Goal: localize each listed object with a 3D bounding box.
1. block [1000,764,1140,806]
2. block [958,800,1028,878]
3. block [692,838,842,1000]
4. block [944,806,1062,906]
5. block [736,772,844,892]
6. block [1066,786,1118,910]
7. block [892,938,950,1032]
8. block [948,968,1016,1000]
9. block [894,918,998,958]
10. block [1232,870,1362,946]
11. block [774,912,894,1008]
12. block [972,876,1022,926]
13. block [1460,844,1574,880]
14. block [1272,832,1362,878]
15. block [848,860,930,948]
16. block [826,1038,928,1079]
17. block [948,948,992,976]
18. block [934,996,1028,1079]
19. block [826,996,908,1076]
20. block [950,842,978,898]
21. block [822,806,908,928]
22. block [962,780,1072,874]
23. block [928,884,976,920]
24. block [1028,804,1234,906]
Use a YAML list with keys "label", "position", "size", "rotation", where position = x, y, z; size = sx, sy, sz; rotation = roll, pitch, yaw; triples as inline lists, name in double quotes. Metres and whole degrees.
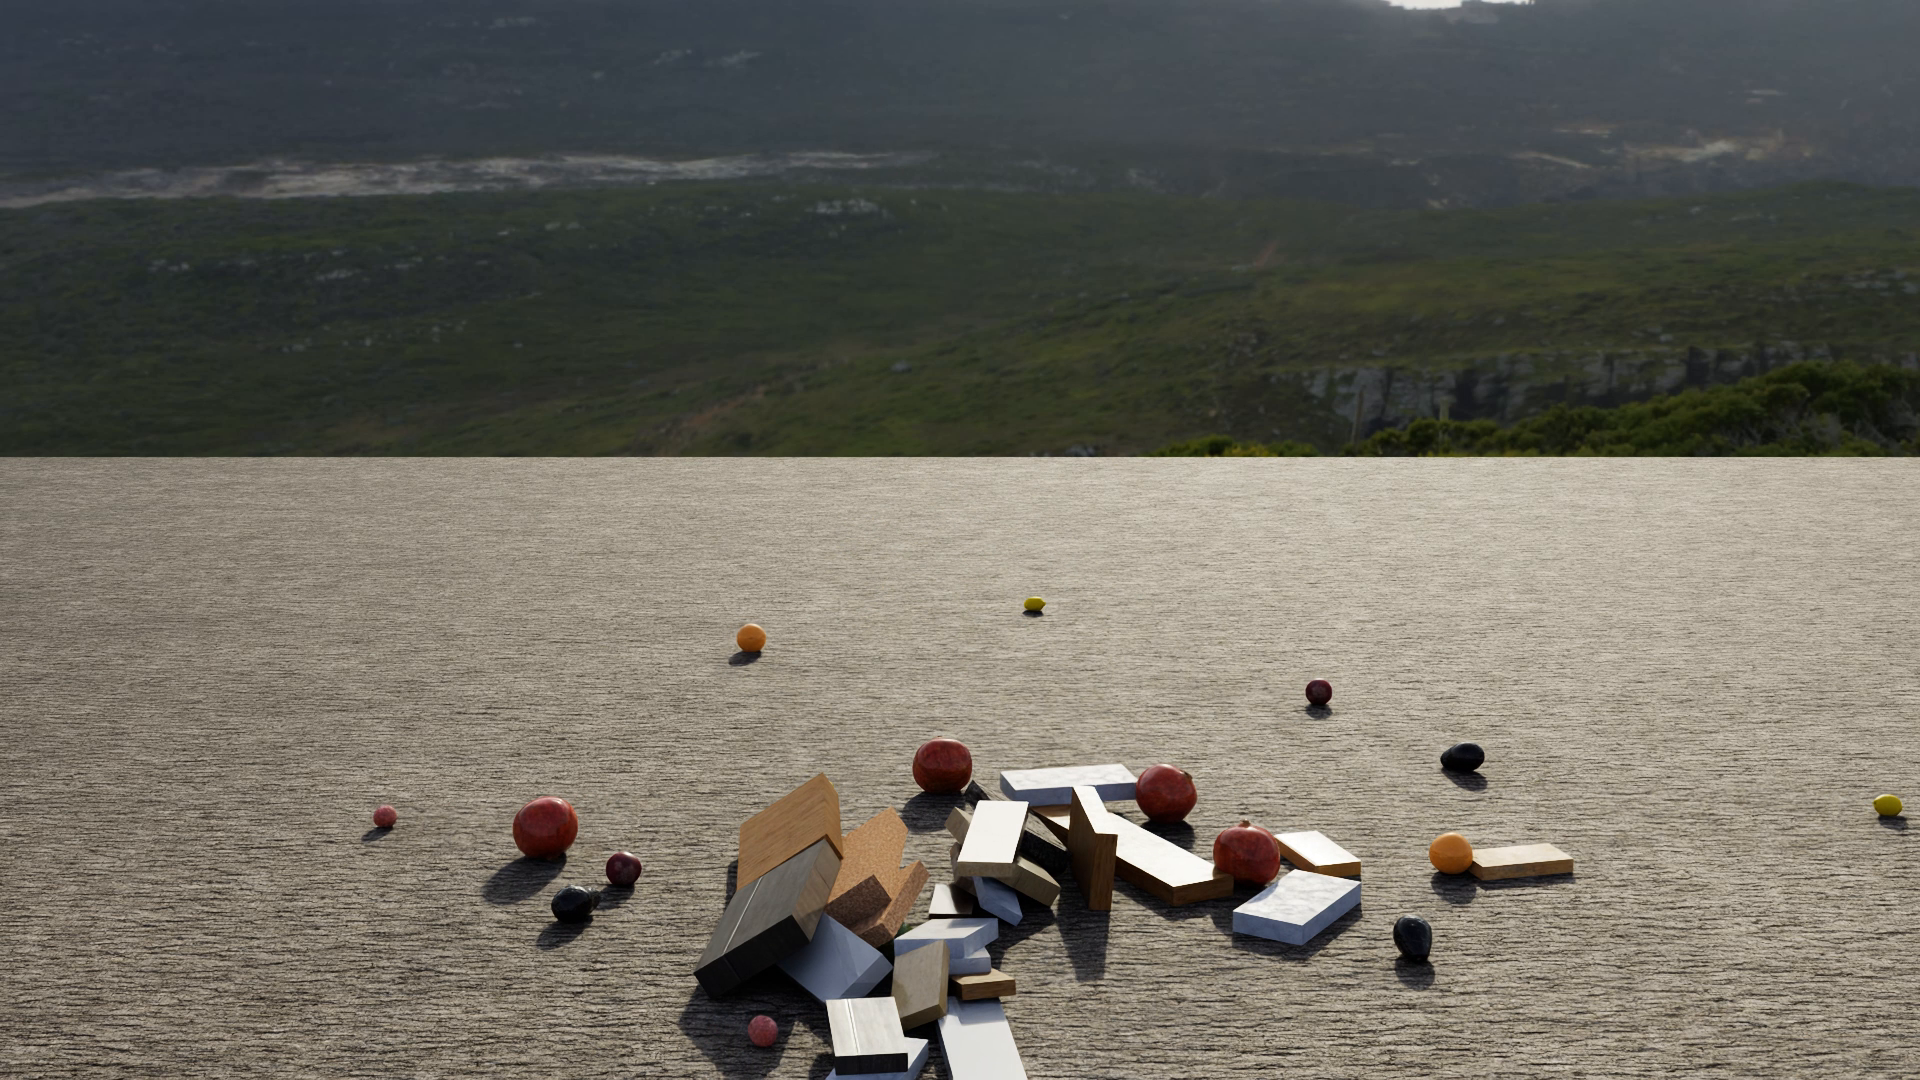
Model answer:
- label: "block"
  position: [0.204, 0.458, 4.104]
  size: [0.238, 0.034, 0.119]
  rotation: [-2, 11, -12]
- label: "block"
  position: [0.057, 0.487, 3.604]
  size: [0.086, 0.024, 0.313]
  rotation: [1, 11, 7]
- label: "block"
  position: [-0.290, 0.576, 3.372]
  size: [0.175, 0.049, 0.349]
  rotation: [-32, 7, 9]
- label: "block"
  position: [0.069, 0.532, 3.707]
  size: [0.131, 0.037, 0.262]
  rotation: [30, 1, -18]
- label: "block"
  position: [-0.289, 0.510, 3.729]
  size: [0.175, 0.049, 0.349]
  rotation: [-33, 11, 2]
- label: "block"
  position: [0.221, 0.516, 3.703]
  size: [0.037, 0.131, 0.262]
  rotation: [4, 10, -6]
- label: "block"
  position: [-0.058, 0.640, 3.156]
  size: [0.079, 0.022, 0.158]
  rotation: [-23, 21, 12]
- label: "block"
  position: [0.021, 0.645, 3.210]
  size: [0.079, 0.022, 0.158]
  rotation: [-3, -3, -15]
- label: "block"
  position: [-0.019, 0.604, 3.335]
  size: [0.107, 0.030, 0.213]
  rotation: [-4, -3, 14]
- label: "block"
  position: [0.548, 0.593, 3.561]
  size: [0.119, 0.034, 0.238]
  rotation: [7, 12, 32]
- label: "block"
  position: [-0.192, 0.624, 3.245]
  size: [0.107, 0.030, 0.213]
  rotation: [-43, 27, -16]
- label: "block"
  position: [0.059, 0.575, 3.573]
  size: [0.069, 0.020, 0.138]
  rotation: [30, 11, -13]
- label: "block"
  position: [0.959, 0.555, 3.793]
  size: [0.171, 0.024, 0.086]
  rotation: [-3, 11, -14]
- label: "block"
  position: [0.620, 0.548, 3.829]
  size: [0.086, 0.024, 0.171]
  rotation: [-3, 11, -17]
- label: "block"
  position: [-0.124, 0.574, 3.388]
  size: [0.107, 0.030, 0.213]
  rotation: [-32, 7, 22]
- label: "block"
  position: [-0.114, 0.713, 2.935]
  size: [0.096, 0.027, 0.192]
  rotation: [3, 11, 15]
- label: "block"
  position: [0.000, 0.628, 3.298]
  size: [0.079, 0.022, 0.158]
  rotation: [-3, -3, -4]
- label: "block"
  position: [0.029, 0.703, 2.986]
  size: [0.096, 0.027, 0.373]
  rotation: [-1, 11, -7]
- label: "block"
  position: [-0.128, 0.674, 2.994]
  size: [0.096, 0.027, 0.192]
  rotation: [-1, 11, -7]
- label: "block"
  position: [0.021, 0.554, 3.663]
  size: [0.069, 0.020, 0.138]
  rotation: [31, 11, -12]
- label: "block"
  position: [-0.181, 0.545, 3.528]
  size: [0.175, 0.049, 0.349]
  rotation: [-34, 7, 8]
- label: "block"
  position: [0.099, 0.502, 3.866]
  size: [0.131, 0.037, 0.262]
  rotation: [30, 2, -17]
- label: "block"
  position: [-0.010, 0.595, 3.588]
  size: [0.069, 0.020, 0.138]
  rotation: [1, 11, 4]
- label: "block"
  position: [0.278, 0.536, 3.867]
  size: [0.119, 0.034, 0.537]
  rotation: [-5, 12, -27]
